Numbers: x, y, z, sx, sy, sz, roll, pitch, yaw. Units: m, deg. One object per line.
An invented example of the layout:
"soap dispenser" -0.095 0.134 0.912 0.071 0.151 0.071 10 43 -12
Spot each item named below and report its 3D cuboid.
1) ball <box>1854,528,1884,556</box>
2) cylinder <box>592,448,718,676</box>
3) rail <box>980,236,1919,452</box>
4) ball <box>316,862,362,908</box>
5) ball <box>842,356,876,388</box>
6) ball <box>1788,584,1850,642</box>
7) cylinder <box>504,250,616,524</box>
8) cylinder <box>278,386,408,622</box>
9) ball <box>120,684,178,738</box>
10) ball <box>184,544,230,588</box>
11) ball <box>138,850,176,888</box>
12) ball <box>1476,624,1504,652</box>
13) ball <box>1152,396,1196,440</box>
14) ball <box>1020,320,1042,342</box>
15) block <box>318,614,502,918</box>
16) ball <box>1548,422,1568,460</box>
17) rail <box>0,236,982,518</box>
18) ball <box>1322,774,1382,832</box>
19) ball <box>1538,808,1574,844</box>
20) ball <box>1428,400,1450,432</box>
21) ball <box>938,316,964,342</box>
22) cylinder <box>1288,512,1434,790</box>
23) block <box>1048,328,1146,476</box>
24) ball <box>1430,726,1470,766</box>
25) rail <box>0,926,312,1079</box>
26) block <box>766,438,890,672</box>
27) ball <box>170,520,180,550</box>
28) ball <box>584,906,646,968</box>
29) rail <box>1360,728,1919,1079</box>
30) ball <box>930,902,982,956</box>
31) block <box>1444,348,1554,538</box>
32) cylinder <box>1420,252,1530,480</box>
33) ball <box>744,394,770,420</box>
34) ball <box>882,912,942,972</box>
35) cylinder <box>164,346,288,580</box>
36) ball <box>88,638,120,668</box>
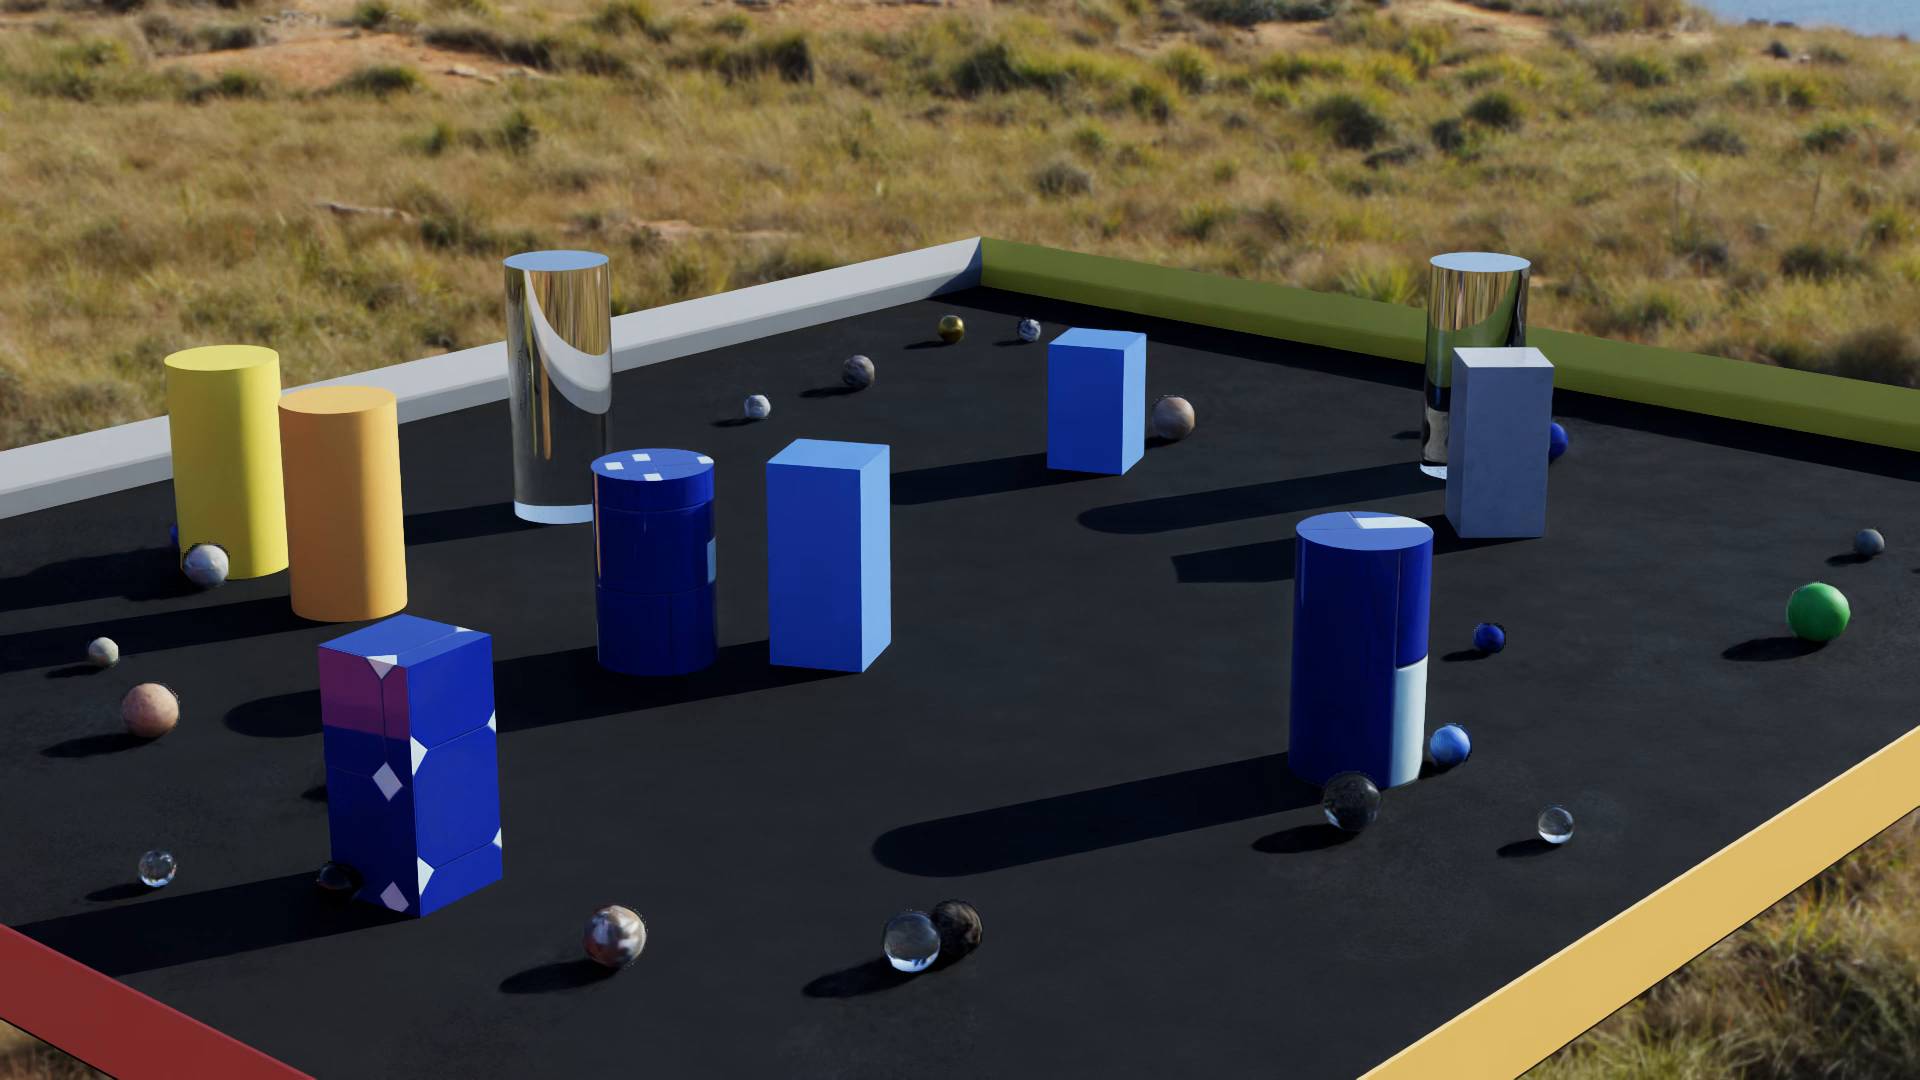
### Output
"ball" 1.658 0.005 5.347 0.051 0.051 0.051 0 17 0
"cylinder" -0.496 0.035 4.768 0.197 0.328 0.197 0 17 0
"rail" 1.311 -0.404 6.566 3.373 0.128 0.045 14 22 39
"ball" -0.815 0.453 3.848 0.059 0.059 0.059 0 17 0
"ball" -0.227 -0.376 6.569 0.075 0.075 0.075 0 17 0
"ball" 1.429 0.121 4.878 0.099 0.099 0.099 0 17 0
"cylinder" -0.759 -0.292 5.578 0.197 0.487 0.197 0 17 0
"cylinder" -1.058 -0.064 5.030 0.197 0.366 0.197 0 17 0
"ball" -1.229 0.259 4.447 0.084 0.084 0.084 0 17 0
"ball" -1.327 0.046 5.168 0.077 0.077 0.077 0 17 0
"ball" -1.072 0.438 3.913 0.049 0.049 0.049 0 17 0
"ball" 0.873 0.162 4.832 0.047 0.047 0.047 0 17 0
"ball" 0.448 -0.256 6.143 0.090 0.090 0.090 0 17 0
"ball" 0.168 -0.502 7.027 0.053 0.053 0.053 0 17 0
"block" -0.724 0.296 3.874 0.158 0.345 0.158 11 20 32
"ball" 1.201 -0.202 5.985 0.079 0.079 0.079 0 17 0
"rail" -1.255 -0.282 6.164 0.045 0.128 4.047 14 22 39
"ball" 0.547 0.367 4.095 0.081 0.081 0.081 0 17 0
"ball" 0.825 0.395 4.054 0.050 0.050 0.050 0 17 0
"ball" 1.024 -0.261 6.204 0.066 0.066 0.066 0 17 0
"ball" -0.021 -0.504 7.013 0.065 0.065 0.065 0 17 0
"cylinder" 0.584 0.161 4.285 0.197 0.365 0.197 0 17 0
"block" 0.277 -0.283 5.943 0.158 0.258 0.158 6 18 19
"ball" 0.725 0.305 4.338 0.059 0.059 0.059 0 17 0
"rail" -1.311 0.468 3.674 3.373 0.128 0.045 14 22 39
"block" -0.213 0.024 4.783 0.158 0.340 0.158 5 17 15
"ball" -1.416 -0.010 5.372 0.062 0.062 0.062 0 17 0
"ball" -0.432 0.497 3.669 0.077 0.077 0.077 0 17 0
"rail" 1.255 0.347 4.076 0.045 0.128 4.047 14 22 39
"ball" -0.007 0.492 3.702 0.068 0.068 0.068 0 17 0
"block" 1.009 -0.184 5.496 0.158 0.326 0.158 0 17 -1
"cylinder" 1.030 -0.347 5.867 0.197 0.425 0.197 0 17 0
"ball" -0.436 -0.285 6.302 0.055 0.055 0.055 0 17 0
"ball" -0.061 0.502 3.656 0.075 0.075 0.075 0 17 0
"cylinder" -1.310 -0.141 5.255 0.197 0.383 0.197 0 17 0
"ball" -1.391 0.183 4.760 0.049 0.049 0.049 0 17 0
